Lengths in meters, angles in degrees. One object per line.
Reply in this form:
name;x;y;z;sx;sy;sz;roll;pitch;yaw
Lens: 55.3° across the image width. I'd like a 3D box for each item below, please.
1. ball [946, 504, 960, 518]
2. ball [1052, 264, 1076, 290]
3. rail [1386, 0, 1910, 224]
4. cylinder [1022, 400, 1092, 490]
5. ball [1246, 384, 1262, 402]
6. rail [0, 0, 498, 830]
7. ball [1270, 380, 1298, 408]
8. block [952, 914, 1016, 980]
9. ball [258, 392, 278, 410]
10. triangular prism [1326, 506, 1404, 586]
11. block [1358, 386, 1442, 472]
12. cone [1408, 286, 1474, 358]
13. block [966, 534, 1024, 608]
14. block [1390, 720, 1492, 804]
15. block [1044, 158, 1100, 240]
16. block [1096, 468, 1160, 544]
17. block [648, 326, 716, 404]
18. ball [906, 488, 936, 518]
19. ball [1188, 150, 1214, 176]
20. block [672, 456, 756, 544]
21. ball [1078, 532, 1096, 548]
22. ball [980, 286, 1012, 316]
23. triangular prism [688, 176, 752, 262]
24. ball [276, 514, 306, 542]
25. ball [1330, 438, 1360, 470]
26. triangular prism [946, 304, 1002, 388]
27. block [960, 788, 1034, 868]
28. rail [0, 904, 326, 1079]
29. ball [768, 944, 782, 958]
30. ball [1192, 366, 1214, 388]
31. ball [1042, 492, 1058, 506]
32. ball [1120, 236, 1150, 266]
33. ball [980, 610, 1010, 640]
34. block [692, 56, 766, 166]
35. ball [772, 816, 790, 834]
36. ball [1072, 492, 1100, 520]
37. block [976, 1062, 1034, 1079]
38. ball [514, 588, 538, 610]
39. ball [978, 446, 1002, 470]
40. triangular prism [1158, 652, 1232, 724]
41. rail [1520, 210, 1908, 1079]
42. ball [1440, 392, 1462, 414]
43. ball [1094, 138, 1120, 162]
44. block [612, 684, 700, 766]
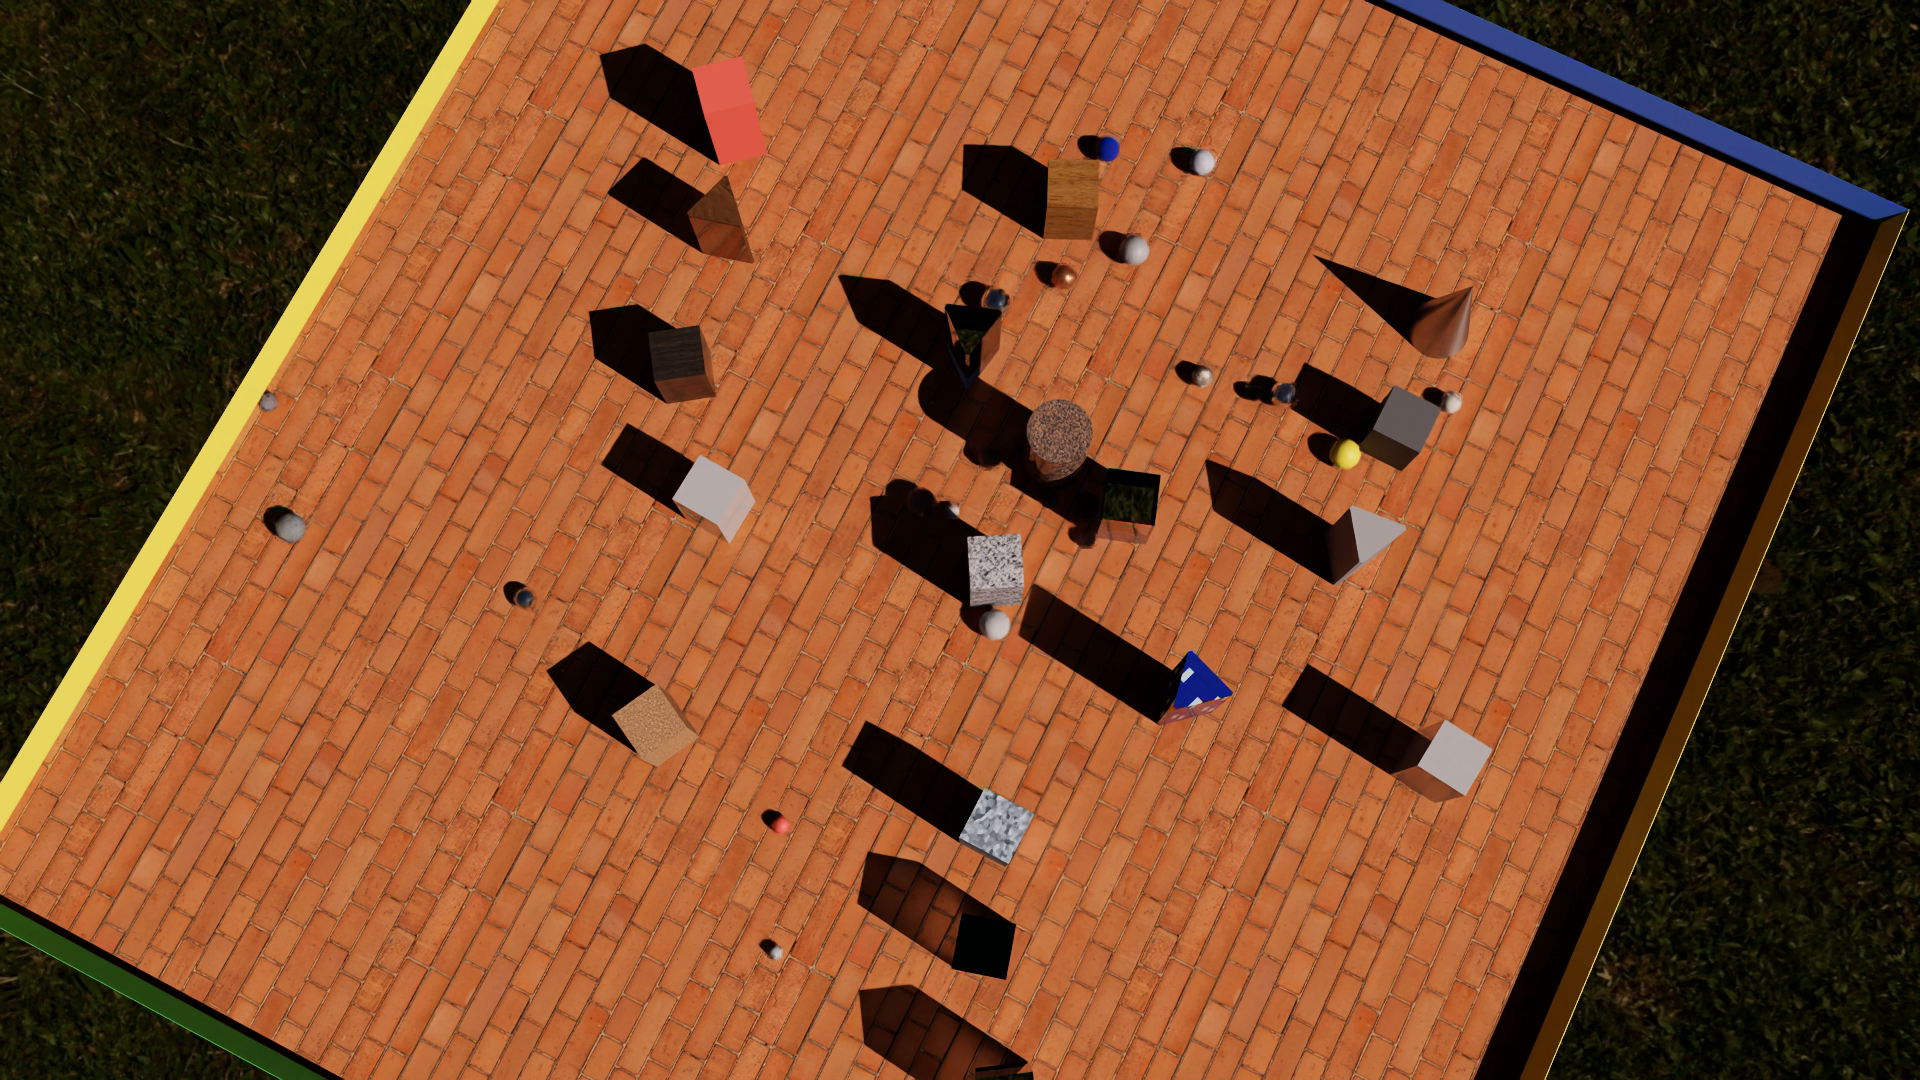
ball;-0.022;-0.088;5.613;0.043;0.043;0.043;0;78;0
ball;0.325;-0.825;5.747;0.078;0.078;0.078;0;78;0
rail;0.998;-1.947;5.954;4.353;0.126;0.045;26;80;5
cylinder;0.290;-0.282;5.501;0.193;0.340;0.193;0;78;0
ball;0.912;-0.457;5.684;0.053;0.053;0.053;0;78;0
rail;-1.925;-0.936;5.745;0.045;0.126;4.509;26;80;5
ball;1.000;-0.450;5.667;0.084;0.084;0.084;0;78;0
block;0.066;1.157;5.228;0.155;0.292;0.155;11;79;2
ball;-2.142;-0.429;5.676;0.057;0.057;0.057;0;78;0
triangular prism;1.165;-0.003;5.425;0.167;0.376;0.145;-37;81;-7
block;1.332;-0.337;5.568;0.155;0.232;0.155;28;80;5
cone;1.500;-0.702;5.555;0.193;0.405;0.193;0;78;0
block;0.103;0.094;5.438;0.155;0.312;0.155;-3;78;-1
block;1.392;0.645;5.313;0.155;0.333;0.155;33;80;6
block;0.344;-1.056;5.697;0.155;0.270;0.155;2;78;0
block;0.502;-0.099;5.497;0.155;0.273;0.155;8;78;2
block;-0.848;-0.534;5.603;0.155;0.243;0.155;-9;78;-2
ball;-0.119;-0.113;5.591;0.096;0.096;0.096;0;78;0
ball;0.768;-1.199;5.823;0.082;0.082;0.082;0;78;0
block;-0.735;-0.119;5.497;0.155;0.282;0.155;29;80;6
ball;0.388;-0.001;5.591;0.051;0.051;0.051;0;78;0
ball;0.111;-0.742;5.721;0.097;0.097;0.097;0;78;0
triangular prism;-0.720;-0.996;5.659;0.167;0.320;0.145;12;79;2
ball;-2.038;-0.037;5.579;0.089;0.089;0.089;0;78;0
ball;1.183;-0.264;5.624;0.093;0.093;0.093;0;78;0
triangular prism;0.015;-0.614;5.562;0.145;0.355;0.167;36;81;7
block;0.102;0.829;5.257;0.155;0.368;0.155;27;80;5
rail;-0.998;1.961;5.146;4.353;0.126;0.045;26;80;5
ball;-0.539;1.201;5.347;0.041;0.041;0.041;0;78;0
ball;0.752;-0.507;5.687;0.068;0.068;0.068;0;78;0
ball;0.276;-0.127;5.621;0.044;0.044;0.044;0;78;0
ball;0.548;-0.909;5.757;0.094;0.094;0.094;0;78;0
ball;0.106;0.255;5.516;0.094;0.094;0.094;0;78;0
block;-0.713;-1.330;5.699;0.155;0.378;0.155;-15;79;-3
ball;-0.529;0.842;5.416;0.053;0.053;0.053;0;78;0
ball;0.385;-0.104;5.595;0.085;0.085;0.085;0;78;0
block;0.129;1.558;5.113;0.155;0.354;0.155;-6;78;-1
ball;-1.314;0.179;5.544;0.069;0.069;0.069;0;78;0
ball;0.092;-0.254;5.633;0.071;0.071;0.071;0;78;0
triangular prism;0.659;0.422;5.308;0.167;0.434;0.145;-13;79;-3
rail;1.925;0.949;5.355;0.045;0.126;4.509;26;80;5
ball;1.518;-0.425;5.670;0.068;0.068;0.068;0;78;0
ball;0.468;-1.242;5.833;0.080;0.080;0.080;0;78;0
block;-0.888;0.545;5.368;0.155;0.266;0.155;-35;80;-7
